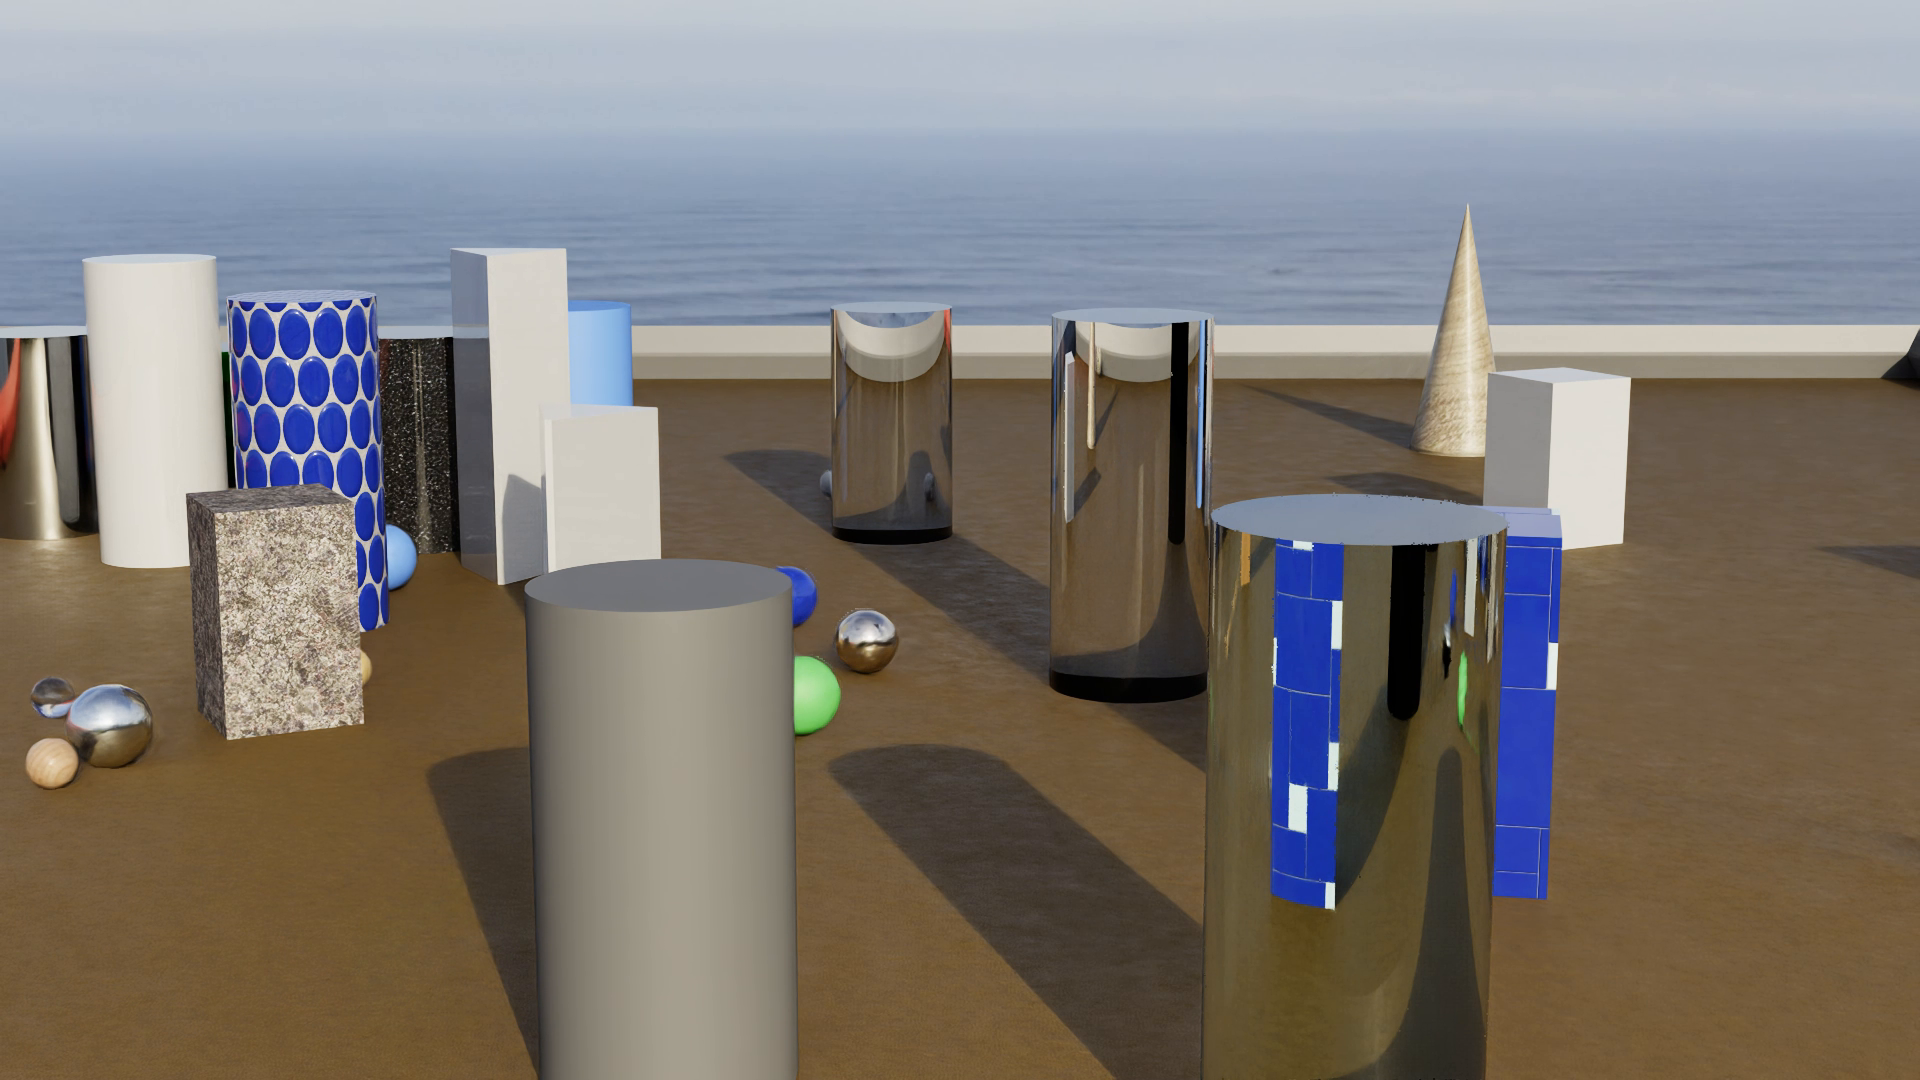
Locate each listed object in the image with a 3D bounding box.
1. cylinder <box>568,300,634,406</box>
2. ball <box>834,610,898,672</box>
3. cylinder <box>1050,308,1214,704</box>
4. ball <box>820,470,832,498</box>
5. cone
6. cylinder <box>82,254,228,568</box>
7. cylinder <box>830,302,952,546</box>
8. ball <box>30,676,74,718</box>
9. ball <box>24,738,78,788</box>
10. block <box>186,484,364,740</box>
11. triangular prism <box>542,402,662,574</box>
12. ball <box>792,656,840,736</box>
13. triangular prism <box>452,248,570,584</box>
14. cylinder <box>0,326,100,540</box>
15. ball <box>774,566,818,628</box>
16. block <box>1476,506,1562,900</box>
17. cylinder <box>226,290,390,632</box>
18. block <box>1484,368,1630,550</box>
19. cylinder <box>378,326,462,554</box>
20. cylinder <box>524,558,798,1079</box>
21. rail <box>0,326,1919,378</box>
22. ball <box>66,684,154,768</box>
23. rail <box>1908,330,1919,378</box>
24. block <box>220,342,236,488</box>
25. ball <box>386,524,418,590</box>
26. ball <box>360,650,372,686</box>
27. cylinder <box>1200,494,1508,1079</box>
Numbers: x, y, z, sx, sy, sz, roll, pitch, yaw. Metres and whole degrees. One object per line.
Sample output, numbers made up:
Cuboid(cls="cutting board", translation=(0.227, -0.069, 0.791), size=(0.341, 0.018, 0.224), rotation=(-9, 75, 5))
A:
Cuboid(cls="cylinder", translation=(-0.608, -0.193, 4.036), size=(0.188, 0.351, 0.188), rotation=(0, 11, 0))
Cuboid(cls="ball", translation=(-0.113, 0.122, 3.096), size=(0.076, 0.076, 0.076), rotation=(0, 11, 0))
Cuboid(cls="cylinder", translation=(0.200, -0.044, 3.001), size=(0.188, 0.437, 0.188), rotation=(0, 11, 0))
Cuboid(cls="ball", translation=(-0.214, -0.095, 4.336), size=(0.047, 0.047, 0.047), rotation=(0, 11, 0))
Cuboid(cls="cone", translation=(0.949, -0.403, 4.838), size=(0.188, 0.469, 0.188), rotation=(0, 11, 0))
Cuboid(cls="cylinder", translation=(-1.184, -0.194, 3.788), size=(0.188, 0.442, 0.188), rotation=(0, 11, 0))
Cuboid(cls="cylinder", translation=(-0.105, -0.184, 3.975), size=(0.188, 0.354, 0.188), rotation=(0, 11, 0))
Cuboid(cls="ball", translation=(-1.018, 0.177, 2.880), size=(0.047, 0.047, 0.047), rotation=(0, 11, 0))
Cuboid(cls="ball", translation=(-0.921, 0.226, 2.603), size=(0.052, 0.052, 0.052), rotation=(0, 11, 0))
Cuboid(cls="block", translation=(-0.766, 0.076, 2.867), size=(0.150, 0.250, 0.150), rotation=(-6, 12, -27))
Cuboid(cls="triangular prism", translation=(-0.487, -0.019, 3.246), size=(0.163, 0.298, 0.141), rotation=(-9, 14, -41))
Cuboid(cls="ball", translation=(-0.174, 0.170, 2.808), size=(0.087, 0.087, 0.087), rotation=(0, 11, 0))
Cuboid(cls="triangular prism", translation=(-0.667, -0.184, 3.680), size=(0.141, 0.462, 0.163), rotation=(6, 12, 30))
Cuboid(cls="cylinder", translation=(-1.432, -0.171, 4.019), size=(0.188, 0.312, 0.188), rotation=(0, 11, 0))
Cuboid(cls="ball", translation=(-0.226, 0.074, 3.338), size=(0.081, 0.081, 0.081), rotation=(0, 11, 0))
Cuboid(cls="block", translation=(0.459, 0.141, 2.318), size=(0.150, 0.324, 0.150), rotation=(2, 11, 12))
Cuboid(cls="cylinder", translation=(-0.846, -0.103, 3.336), size=(0.188, 0.429, 0.188), rotation=(0, 11, 0))
Cuboid(cls="block", translation=(0.914, -0.126, 3.938), size=(0.150, 0.255, 0.150), rotation=(-5, 12, -27))
Cuboid(cls="cylinder", translation=(-0.825, -0.155, 3.902), size=(0.188, 0.324, 0.188), rotation=(0, 11, 0))
Cuboid(cls="cylinder", translation=(-0.212, 0.210, 1.841), size=(0.188, 0.363, 0.188), rotation=(0, 11, 0))
Cuboid(cls="rail", translation=(-0.015, -0.432, 5.933), size=(4.497, 0.122, 0.045), rotation=(0, 11, 0))
Cuboid(cls="ball", translation=(-0.888, 0.194, 2.679), size=(0.088, 0.088, 0.088), rotation=(0, 11, 0))
Cuboid(cls="rail", translation=(2.225, 0.029, 3.462), size=(0.045, 0.122, 5.100), rotation=(0, 11, 0))
Cuboid(cls="block", translation=(-1.266, -0.222, 4.503), size=(0.150, 0.236, 0.150), rotation=(-7, 12, -31))
Cuboid(cls="ball", translation=(-0.803, 0.025, 3.568), size=(0.094, 0.094, 0.094), rotation=(0, 11, 0))
Cuboid(cls="ball", translation=(-0.714, 0.151, 3.007), size=(0.051, 0.051, 0.051), rotation=(0, 11, 0))
Cuboid(cls="cylinder", translation=(0.255, 0.201, 1.682), size=(0.188, 0.438, 0.188), rotation=(0, 11, 0))
